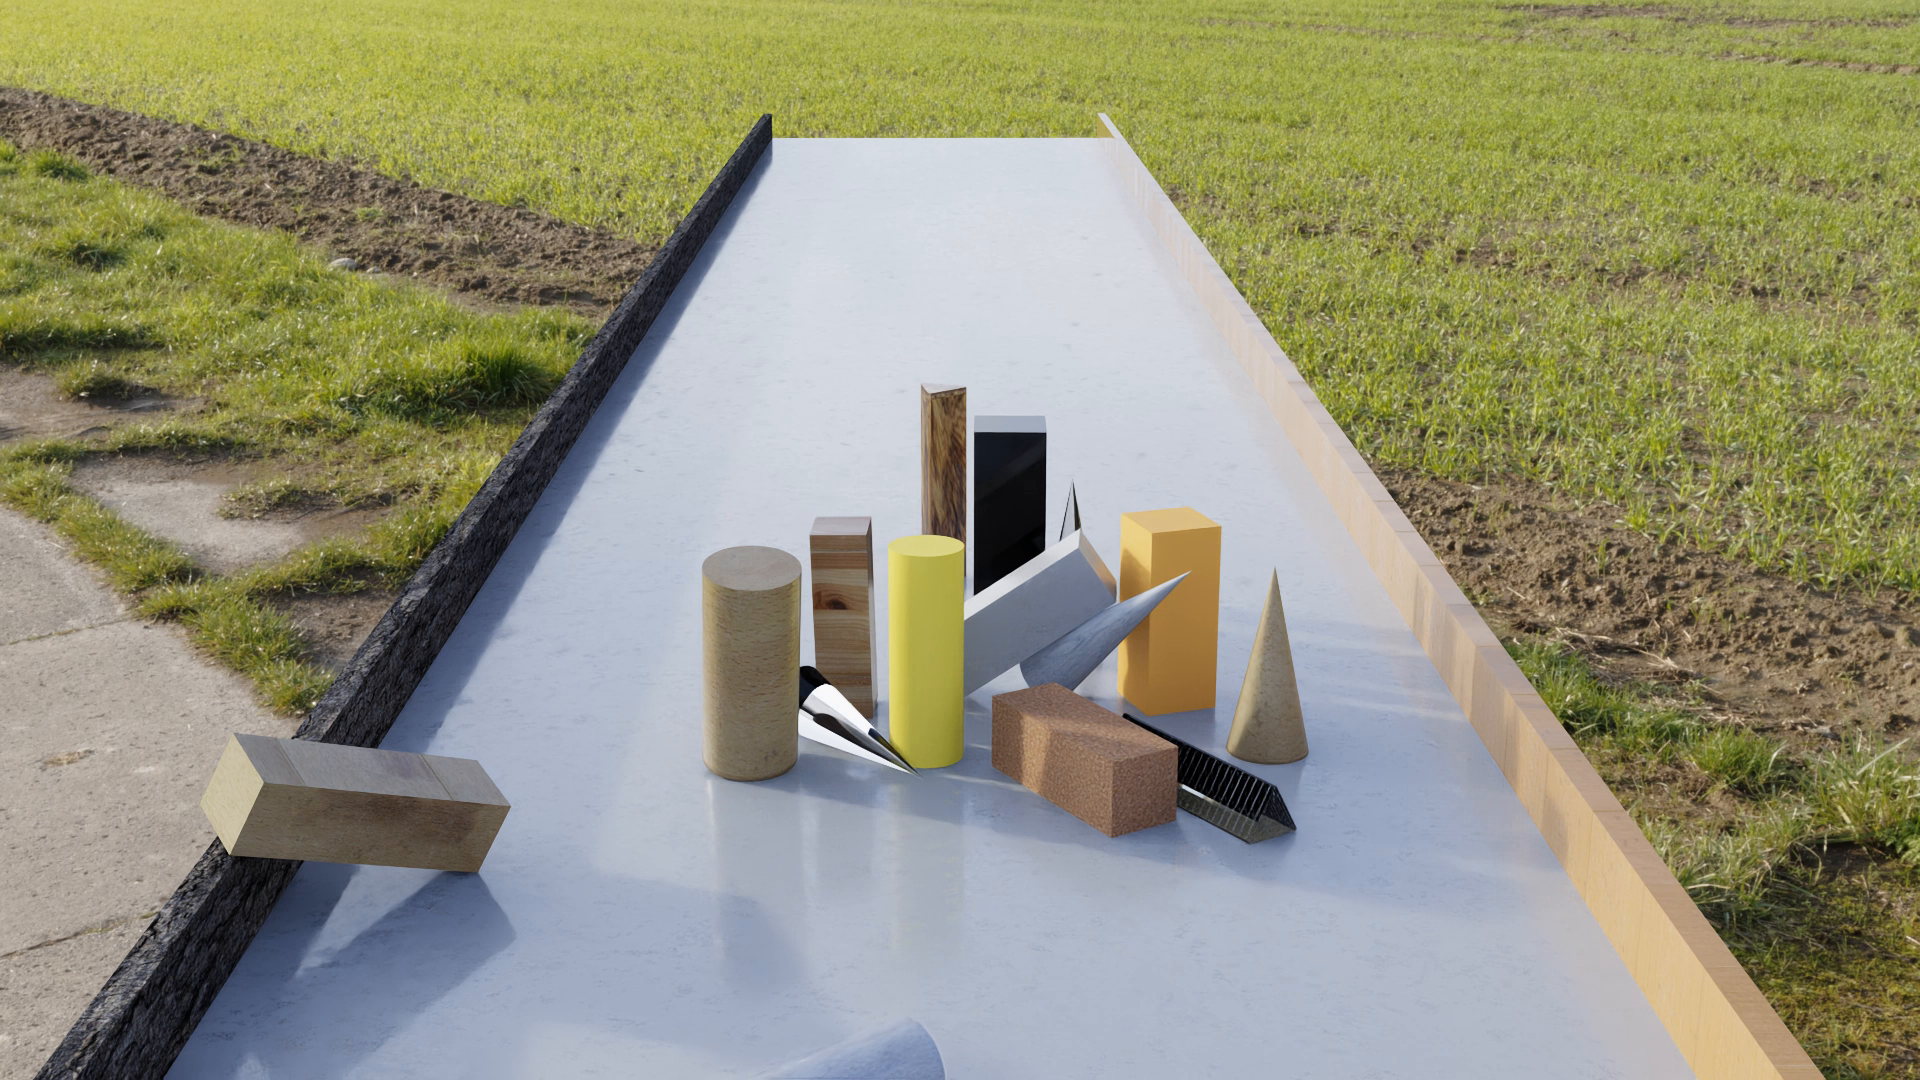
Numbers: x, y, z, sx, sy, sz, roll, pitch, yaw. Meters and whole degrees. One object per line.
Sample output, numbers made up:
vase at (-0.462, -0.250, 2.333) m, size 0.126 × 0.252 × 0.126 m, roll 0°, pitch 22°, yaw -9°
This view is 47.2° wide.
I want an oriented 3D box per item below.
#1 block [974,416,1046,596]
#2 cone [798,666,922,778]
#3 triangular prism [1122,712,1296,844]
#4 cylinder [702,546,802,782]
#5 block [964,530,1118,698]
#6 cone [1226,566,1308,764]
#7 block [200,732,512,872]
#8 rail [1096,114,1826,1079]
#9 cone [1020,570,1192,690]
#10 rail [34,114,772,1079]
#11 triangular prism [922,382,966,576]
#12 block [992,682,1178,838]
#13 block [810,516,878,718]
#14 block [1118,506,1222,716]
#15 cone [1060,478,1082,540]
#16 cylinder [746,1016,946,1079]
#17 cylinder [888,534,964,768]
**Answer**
block at (0.103, -0.037, 4.604) m, size 0.148 × 0.425 × 0.148 m, roll 0°, pitch 17°, yaw 1°
cone at (-0.183, 0.352, 3.933) m, size 0.336 × 0.128 × 0.128 m, roll 28°, pitch 31°, yaw 37°
triangular prism at (0.401, 0.395, 3.737) m, size 0.102 × 0.088 × 0.398 m, roll -10°, pitch 19°, yaw -32°
cylinder at (-0.362, 0.214, 3.808) m, size 0.169 × 0.374 × 0.169 m, roll 3°, pitch 26°, yaw -1°
block at (0.102, 0.148, 4.162) m, size 0.384 × 0.126 × 0.126 m, roll -33°, pitch 11°, yaw 13°
cone at (0.553, 0.210, 3.911) m, size 0.149 × 0.348 × 0.149 m, roll 0°, pitch 17°, yaw 0°
block at (-0.911, 0.403, 3.339) m, size 0.426 × 0.127 × 0.127 m, roll 14°, pitch 21°, yaw -45°
rail at (0.932, -0.844, 7.801) m, size 0.050 × 0.150 × 12.000 m, roll 0°, pitch 17°, yaw -1°
cone at (0.289, 0.154, 4.073) m, size 0.415 × 0.126 × 0.126 m, roll -38°, pitch -11°, yaw 39°
rail at (-1.118, -0.838, 7.780) m, size 0.050 × 0.150 × 12.000 m, roll 0°, pitch 17°, yaw -1°
triangular prism at (-0.055, -0.128, 4.893) m, size 0.105 × 0.436 × 0.091 m, roll -13°, pitch 21°, yaw -38°
block at (0.208, 0.370, 3.751) m, size 0.132 × 0.132 × 0.361 m, roll -10°, pitch 19°, yaw -31°
block at (-0.215, 0.144, 4.093) m, size 0.103 × 0.363 × 0.103 m, roll 0°, pitch 20°, yaw 3°
block at (0.393, 0.133, 4.152) m, size 0.141 × 0.357 × 0.141 m, roll -6°, pitch 17°, yaw -19°
cone at (0.222, 0.054, 4.393) m, size 0.140 × 0.371 × 0.140 m, roll 0°, pitch 17°, yaw 0°
cylinder at (-0.204, 0.698, 2.666) m, size 0.386 × 0.123 × 0.123 m, roll -14°, pitch 21°, yaw -39°
cylinder at (-0.059, 0.197, 3.881) m, size 0.133 × 0.390 × 0.133 m, roll 0°, pitch 16°, yaw 0°
